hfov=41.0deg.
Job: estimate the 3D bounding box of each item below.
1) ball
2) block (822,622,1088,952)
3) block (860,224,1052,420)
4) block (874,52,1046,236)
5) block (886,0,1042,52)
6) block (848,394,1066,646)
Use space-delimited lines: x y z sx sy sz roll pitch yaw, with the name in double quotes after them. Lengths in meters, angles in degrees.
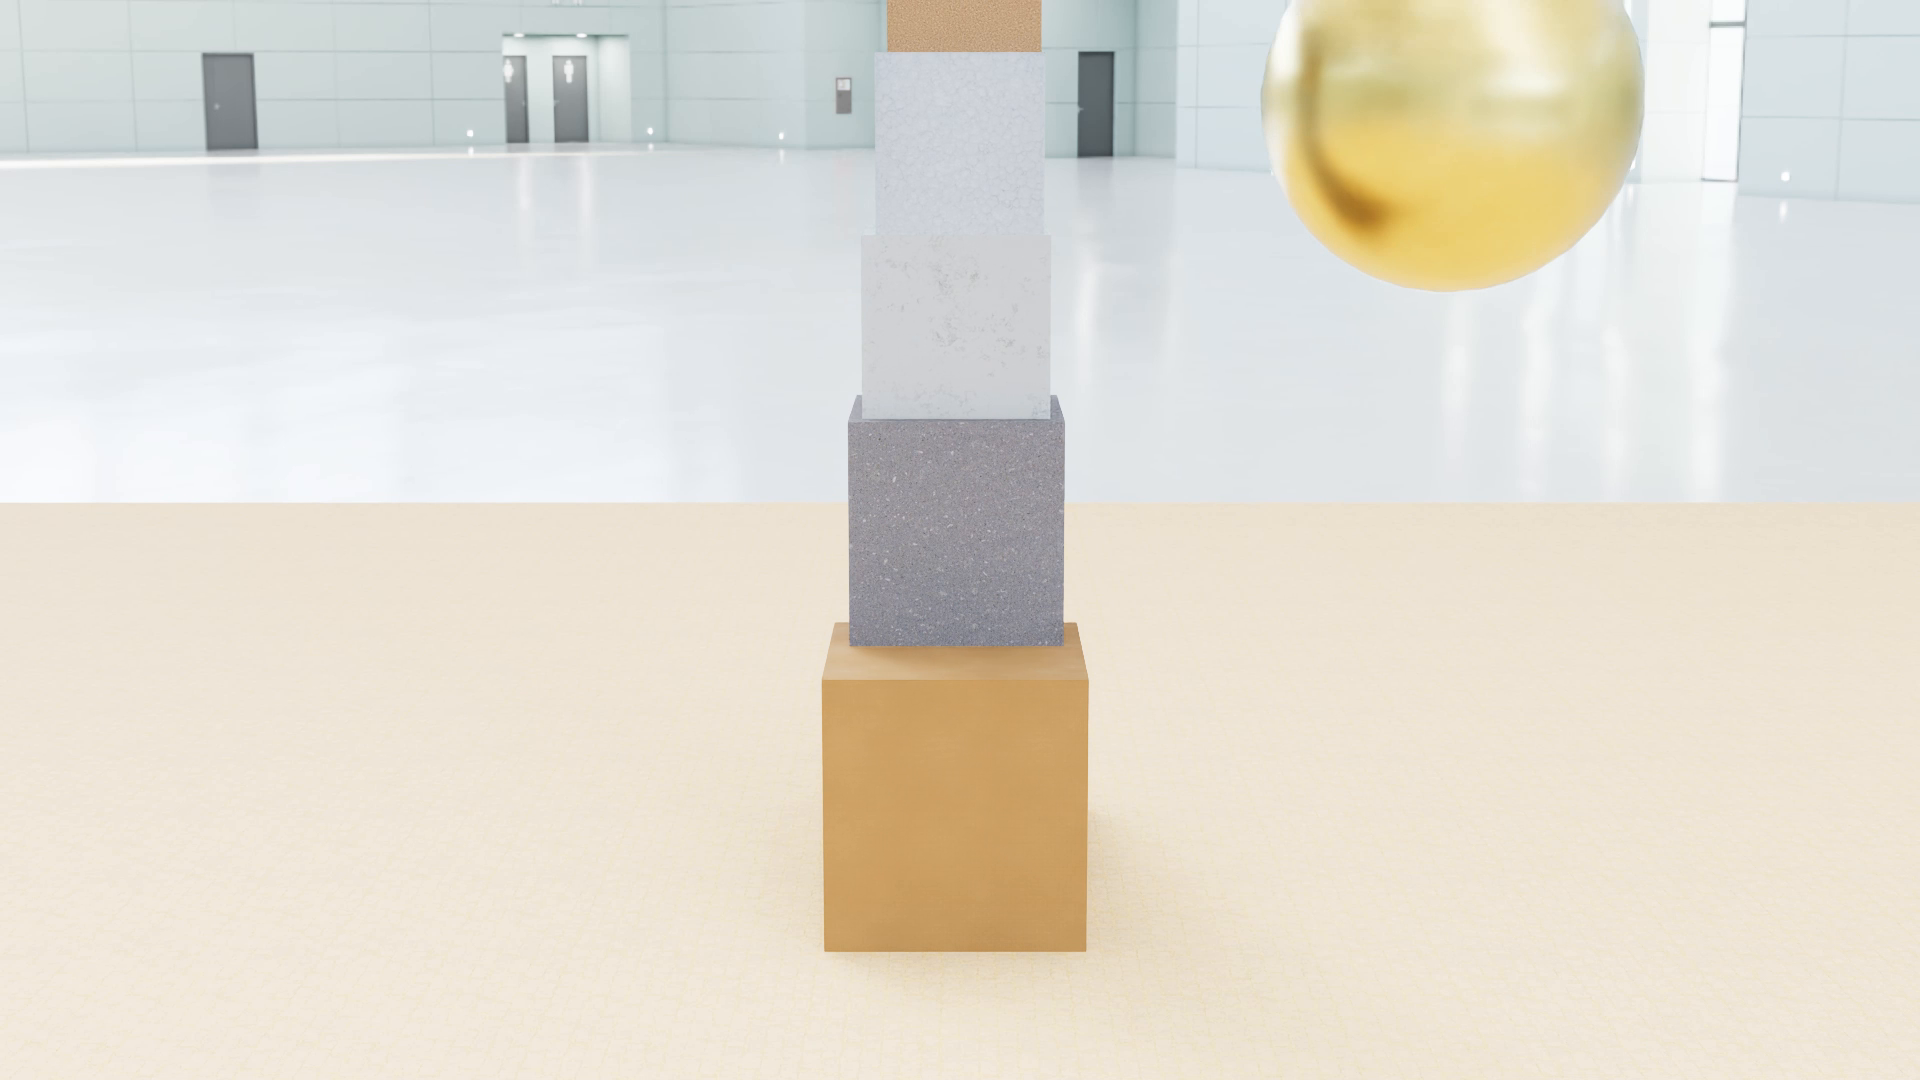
2.074 -1.850 10.844 1.600 1.600 1.600 0 10 0 "ball"
-0.019 1.015 10.824 1.062 1.131 1.082 0 10 0 "block"
-0.016 -0.947 11.008 0.786 0.764 0.729 0 10 0 "block"
0.000 -1.687 10.874 0.695 0.742 0.717 0 10 0 "block"
0.018 -2.387 10.746 0.631 0.680 0.646 0 10 0 "block"
-0.015 -0.104 11.161 0.900 0.949 0.933 0 10 0 "block"
